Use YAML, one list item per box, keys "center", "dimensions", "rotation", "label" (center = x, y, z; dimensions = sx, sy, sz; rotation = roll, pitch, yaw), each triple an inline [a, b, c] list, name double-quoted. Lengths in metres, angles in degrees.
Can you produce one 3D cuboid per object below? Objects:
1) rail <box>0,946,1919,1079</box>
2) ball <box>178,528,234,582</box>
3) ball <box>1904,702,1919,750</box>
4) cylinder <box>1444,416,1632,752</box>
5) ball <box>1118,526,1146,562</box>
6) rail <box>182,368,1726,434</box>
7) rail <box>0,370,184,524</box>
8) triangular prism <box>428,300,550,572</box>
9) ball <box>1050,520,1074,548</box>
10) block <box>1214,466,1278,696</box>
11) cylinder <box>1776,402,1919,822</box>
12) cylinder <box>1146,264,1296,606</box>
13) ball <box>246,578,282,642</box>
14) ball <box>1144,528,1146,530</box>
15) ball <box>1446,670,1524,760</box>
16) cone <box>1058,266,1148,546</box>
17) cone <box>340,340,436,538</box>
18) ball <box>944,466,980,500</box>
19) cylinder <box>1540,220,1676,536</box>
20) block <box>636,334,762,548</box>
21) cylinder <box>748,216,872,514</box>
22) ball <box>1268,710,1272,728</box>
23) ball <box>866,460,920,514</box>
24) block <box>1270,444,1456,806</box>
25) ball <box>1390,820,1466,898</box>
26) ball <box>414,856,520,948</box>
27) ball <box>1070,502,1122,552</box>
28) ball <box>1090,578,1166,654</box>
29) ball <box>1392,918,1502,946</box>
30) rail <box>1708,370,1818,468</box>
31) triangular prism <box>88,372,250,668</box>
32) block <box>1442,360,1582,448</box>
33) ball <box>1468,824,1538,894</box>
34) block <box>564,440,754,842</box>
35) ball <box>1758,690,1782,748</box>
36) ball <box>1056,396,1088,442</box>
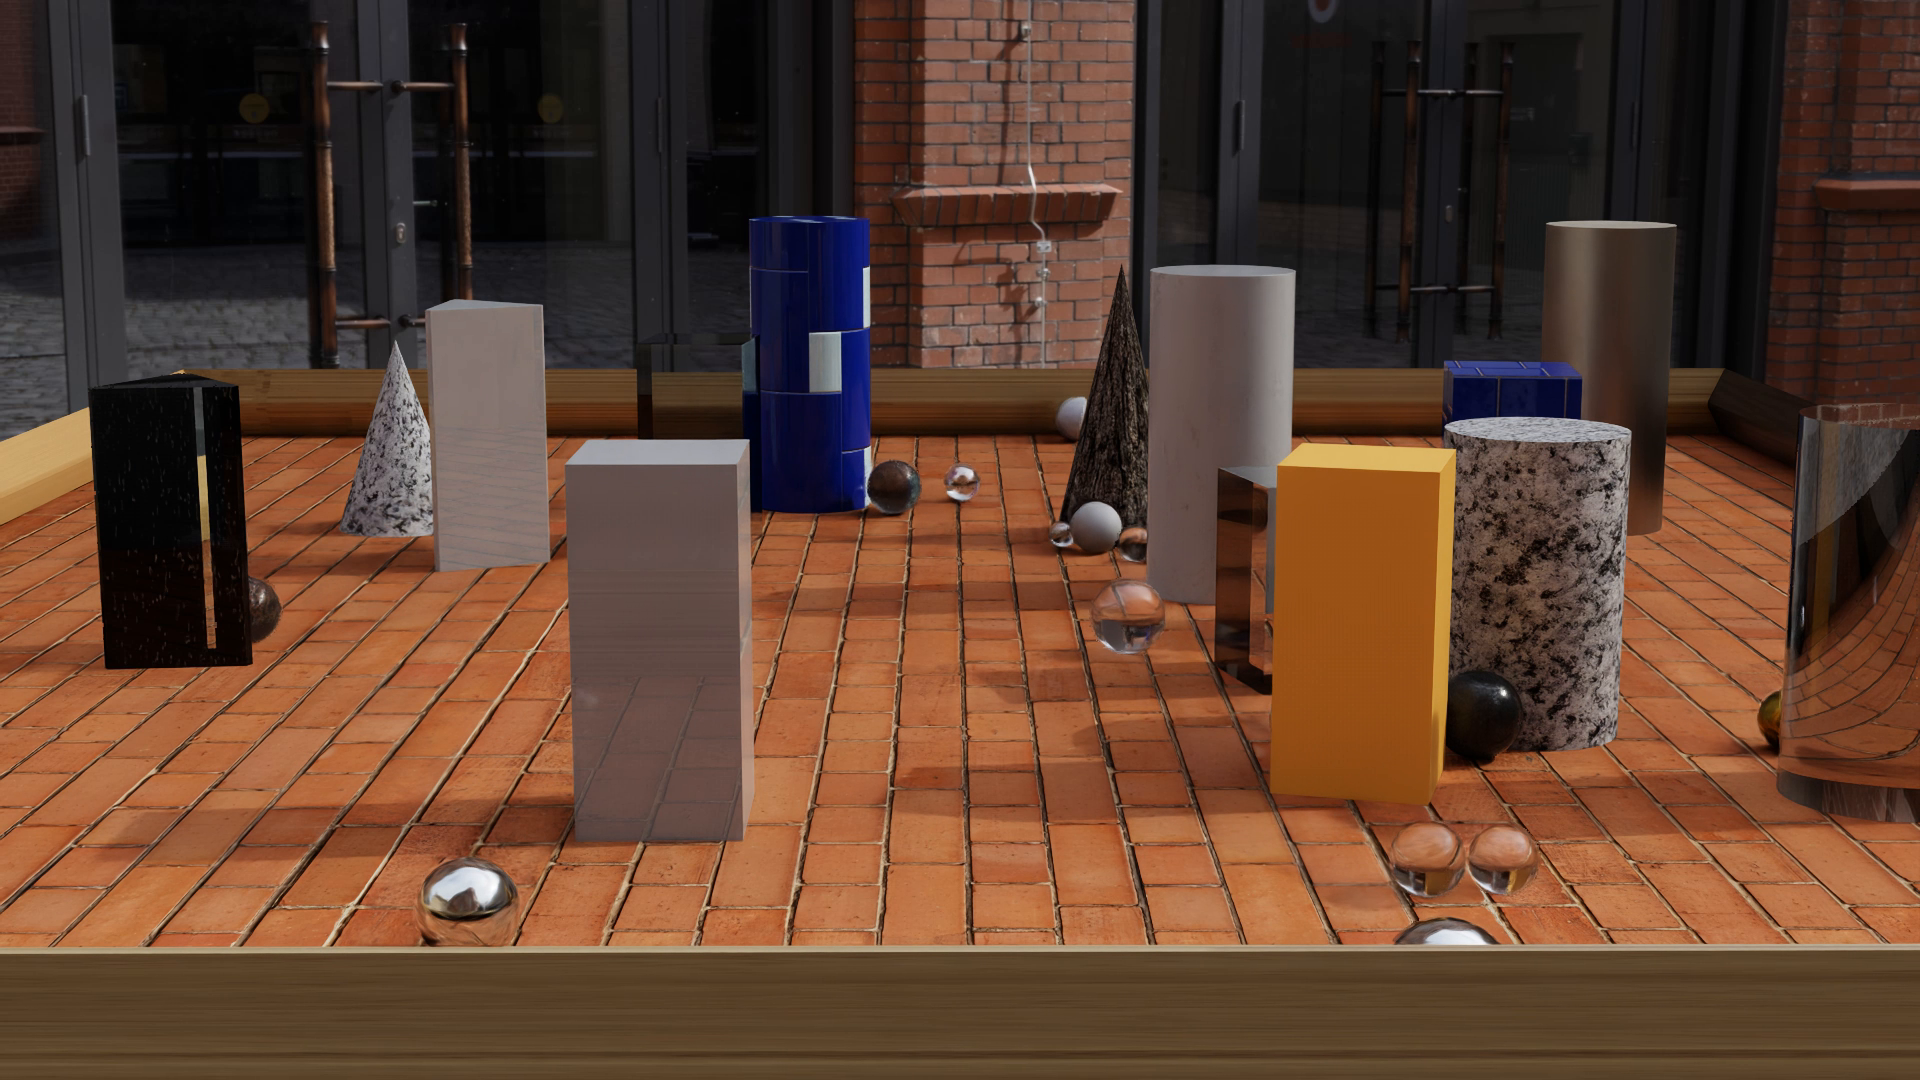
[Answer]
- center: [0.010, 0.339, 1.794]
  dimensions: [3.077, 0.129, 0.045]
  rotation: [0, 10, 0]
  label: "rail"
- center: [-1.078, 0.021, 3.668]
  dimensions: [0.077, 0.077, 0.077]
  rotation: [0, 10, 0]
  label: "ball"
- center: [1.042, 0.200, 2.752]
  dimensions: [0.057, 0.057, 0.057]
  rotation: [0, 10, 0]
  label: "ball"
- center: [0.630, 0.044, 2.827]
  dimensions: [0.199, 0.336, 0.199]
  rotation: [0, 10, 0]
  label: "cylinder"
- center: [0.261, 0.006, 3.814]
  dimensions: [0.052, 0.052, 0.052]
  rotation: [0, 10, 0]
  label: "ball"
- center: [-0.010, -0.273, 5.103]
  dimensions: [3.077, 0.129, 0.045]
  rotation: [0, 10, 0]
  label: "rail"
- center: [-1.515, 0.035, 3.440]
  dimensions: [0.045, 0.129, 3.412]
  rotation: [0, 10, 0]
  label: "rail"
- center: [-0.720, -0.160, 3.808]
  dimensions: [0.173, 0.382, 0.150]
  rotation: [-5, 12, -27]
  label: "triangular prism"
- center: [0.157, -0.009, 3.928]
  dimensions: [0.041, 0.041, 0.041]
  rotation: [0, 10, 0]
  label: "ball"
- center: [0.411, 0.043, 3.080]
  dimensions: [0.159, 0.246, 0.159]
  rotation: [-3, 11, -15]
  label: "block"
- center: [0.931, 0.068, 2.563]
  dimensions: [0.199, 0.386, 0.199]
  rotation: [0, 10, 0]
  label: "cylinder"
- center: [0.361, -0.150, 3.565]
  dimensions: [0.199, 0.449, 0.199]
  rotation: [0, 10, 0]
  label: "cylinder"
- center: [-0.910, 0.090, 3.275]
  dimensions: [0.084, 0.084, 0.084]
  rotation: [0, 10, 0]
  label: "ball"
- center: [0.303, -0.009, 3.911]
  dimensions: [0.047, 0.047, 0.047]
  rotation: [0, 10, 0]
  label: "ball"
- center: [0.551, 0.185, 2.727]
  dimensions: [0.095, 0.095, 0.095]
  rotation: [0, 10, 0]
  label: "ball"
- center: [0.250, -0.218, 3.997]
  dimensions: [0.199, 0.427, 0.199]
  rotation: [0, 10, 0]
  label: "cone"
- center: [-0.893, -0.170, 4.083]
  dimensions: [0.199, 0.301, 0.199]
  rotation: [0, 10, 0]
  label: "cone"
- center: [0.003, -0.096, 4.345]
  dimensions: [0.061, 0.061, 0.061]
  rotation: [0, 10, 0]
  label: "ball"
- center: [1.023, -0.260, 4.076]
  dimensions: [0.199, 0.480, 0.199]
  rotation: [0, 10, 0]
  label: "cylinder"
- center: [-0.397, -0.150, 3.927]
  dimensions: [0.159, 0.317, 0.159]
  rotation: [1, 11, 5]
  label: "block"
- center: [-0.249, -0.296, 4.281]
  dimensions: [0.199, 0.476, 0.199]
  rotation: [0, 10, 0]
  label: "cylinder"
- center: [0.359, 0.197, 2.814]
  dimensions: [0.041, 0.041, 0.041]
  rotation: [0, 10, 0]
  label: "ball"
- center: [-0.109, -0.087, 4.216]
  dimensions: [0.089, 0.089, 0.089]
  rotation: [0, 10, 0]
  label: "ball"
- center: [0.413, 0.082, 2.625]
  dimensions: [0.159, 0.336, 0.159]
  rotation: [3, 11, 16]
  label: "block"
- center: [0.415, 0.283, 2.275]
  dimensions: [0.068, 0.068, 0.068]
  rotation: [0, 10, 0]
  label: "ball"
- center: [-0.405, 0.304, 2.112]
  dimensions: [0.085, 0.085, 0.085]
  rotation: [0, 10, 0]
  label: "ball"
- center: [0.206, -0.020, 3.884]
  dimensions: [0.078, 0.078, 0.078]
  rotation: [0, 10, 0]
  label: "ball"
- center: [0.211, 0.096, 3.214]
  dimensions: [0.094, 0.094, 0.094]
  rotation: [0, 10, 0]
  label: "ball"
- center: [0.365, 0.332, 1.919]
  dimensions: [0.100, 0.100, 0.100]
  rotation: [0, 10, 0]
  label: "ball"
- center: [1.515, 0.032, 3.457]
  dimensions: [0.045, 0.129, 3.412]
  rotation: [0, 10, 0]
  label: "rail"
- center: [-0.968, -0.027, 3.190]
  dimensions: [0.173, 0.345, 0.150]
  rotation: [-1, 11, -7]
  label: "triangular prism"
- center: [0.711, -0.053, 3.340]
  dimensions: [0.159, 0.342, 0.159]
  rotation: [1, 11, 6]
  label: "block"
- center: [0.483, 0.284, 2.283]
  dimensions: [0.062, 0.062, 0.062]
  rotation: [0, 10, 0]
  label: "ball"
- center: [-0.287, 0.094, 2.486]
  dimensions: [0.159, 0.363, 0.159]
  rotation: [0, 10, -1]
  label: "block"
- center: [0.893, 0.193, 2.759]
  dimensions: [0.068, 0.068, 0.068]
  rotation: [0, 10, 0]
  label: "ball"
- center: [0.230, -0.237, 5.032]
  dimensions: [0.088, 0.088, 0.088]
  rotation: [0, 10, 0]
  label: "ball"
